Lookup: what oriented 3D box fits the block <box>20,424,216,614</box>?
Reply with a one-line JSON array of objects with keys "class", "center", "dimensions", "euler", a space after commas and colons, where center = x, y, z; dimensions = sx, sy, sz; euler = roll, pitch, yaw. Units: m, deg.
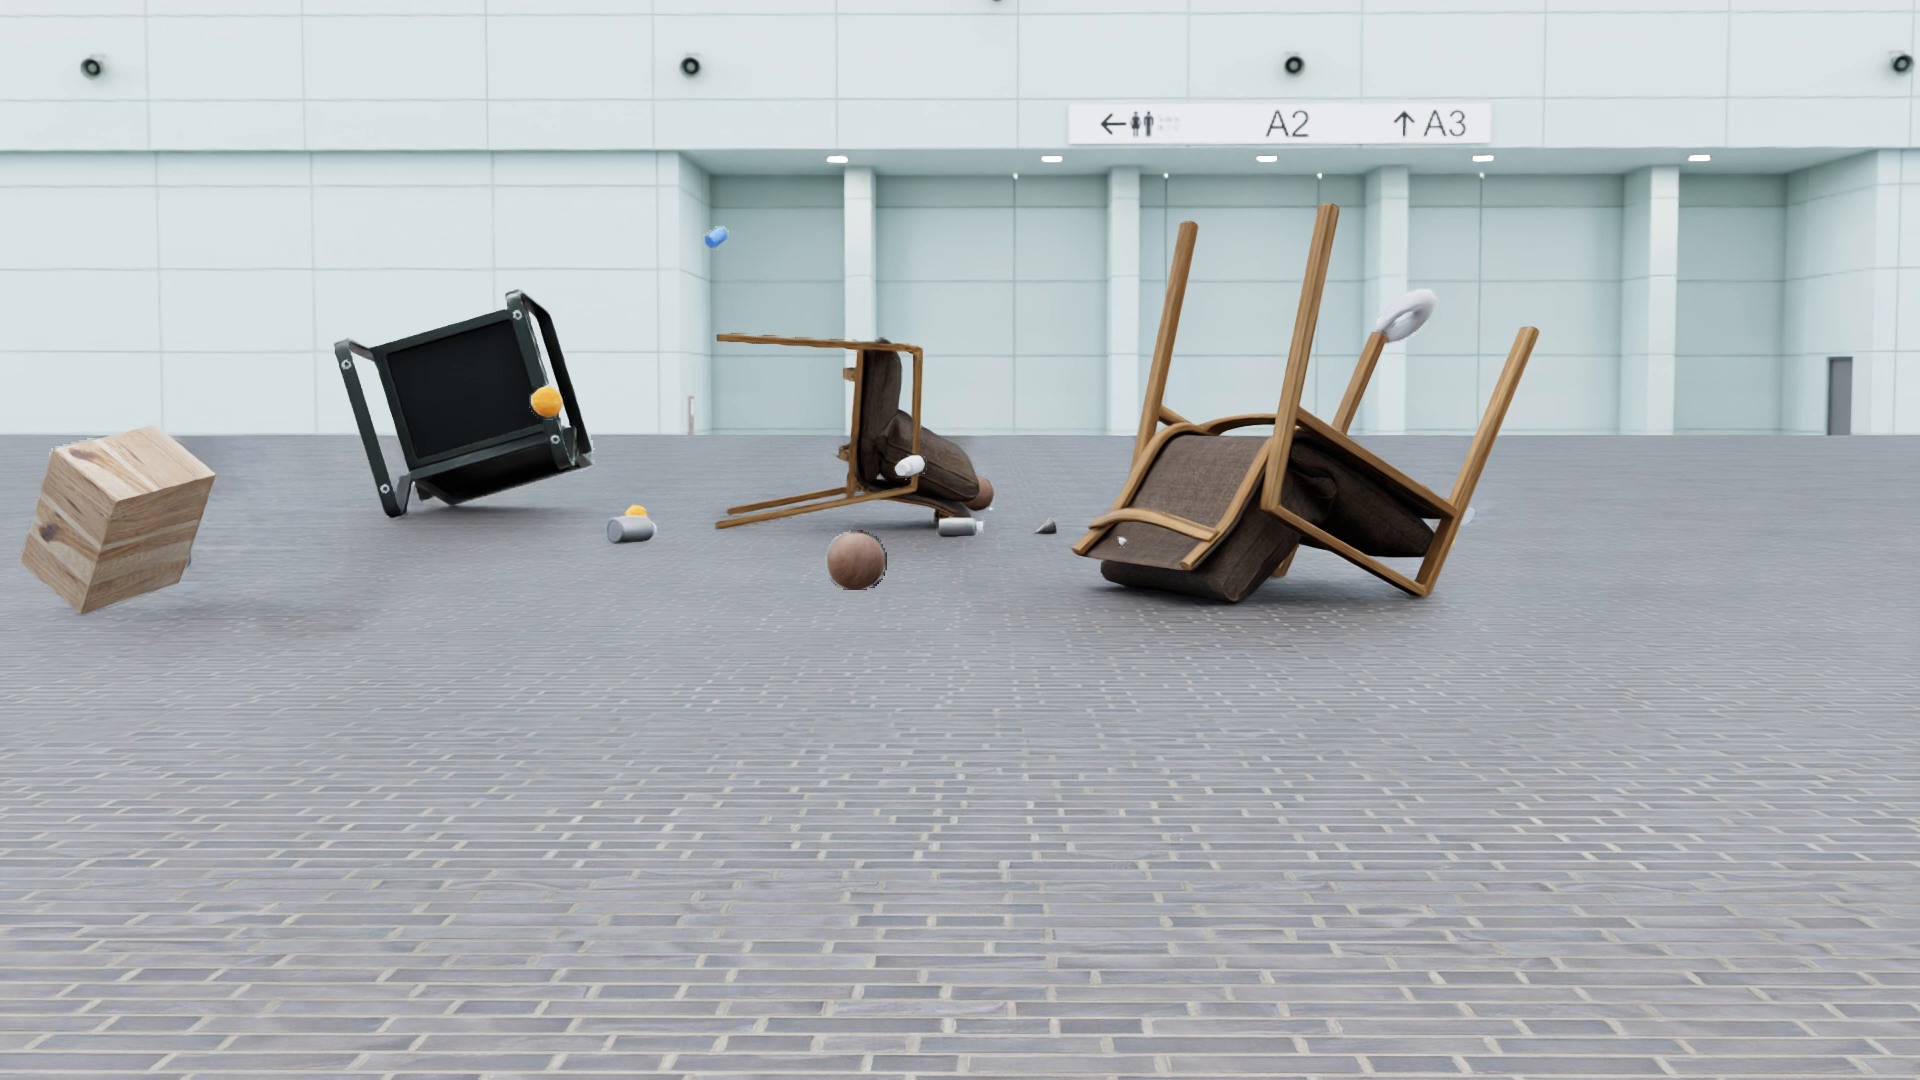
[{"class": "block", "center": [-1.676, -0.044, 4.381], "dimensions": [0.179, 0.277, 0.252], "euler": [36, 28, 16]}]

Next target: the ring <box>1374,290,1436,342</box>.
[{"class": "ring", "center": [1.081, -0.544, 5.343], "dimensions": [0.087, 0.061, 0.188], "euler": [35, -49, -20]}]

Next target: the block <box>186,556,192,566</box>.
[{"class": "block", "center": [-1.956, 0.014, 5.158], "dimensions": [0.221, 0.131, 0.162], "euler": [2, 16, 24]}]

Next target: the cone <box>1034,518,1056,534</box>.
[{"class": "cone", "center": [0.260, -0.032, 6.839], "dimensions": [0.066, 0.050, 0.069], "euler": [-24, -10, -14]}]

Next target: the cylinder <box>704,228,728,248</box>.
[{"class": "cylinder", "center": [-0.918, -1.137, 8.273], "dimensions": [0.056, 0.053, 0.069], "euler": [4, 37, 47]}]

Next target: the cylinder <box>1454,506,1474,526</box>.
[{"class": "cylinder", "center": [1.662, -0.078, 7.248], "dimensions": [0.075, 0.050, 0.060], "euler": [-36, -6, 14]}]
